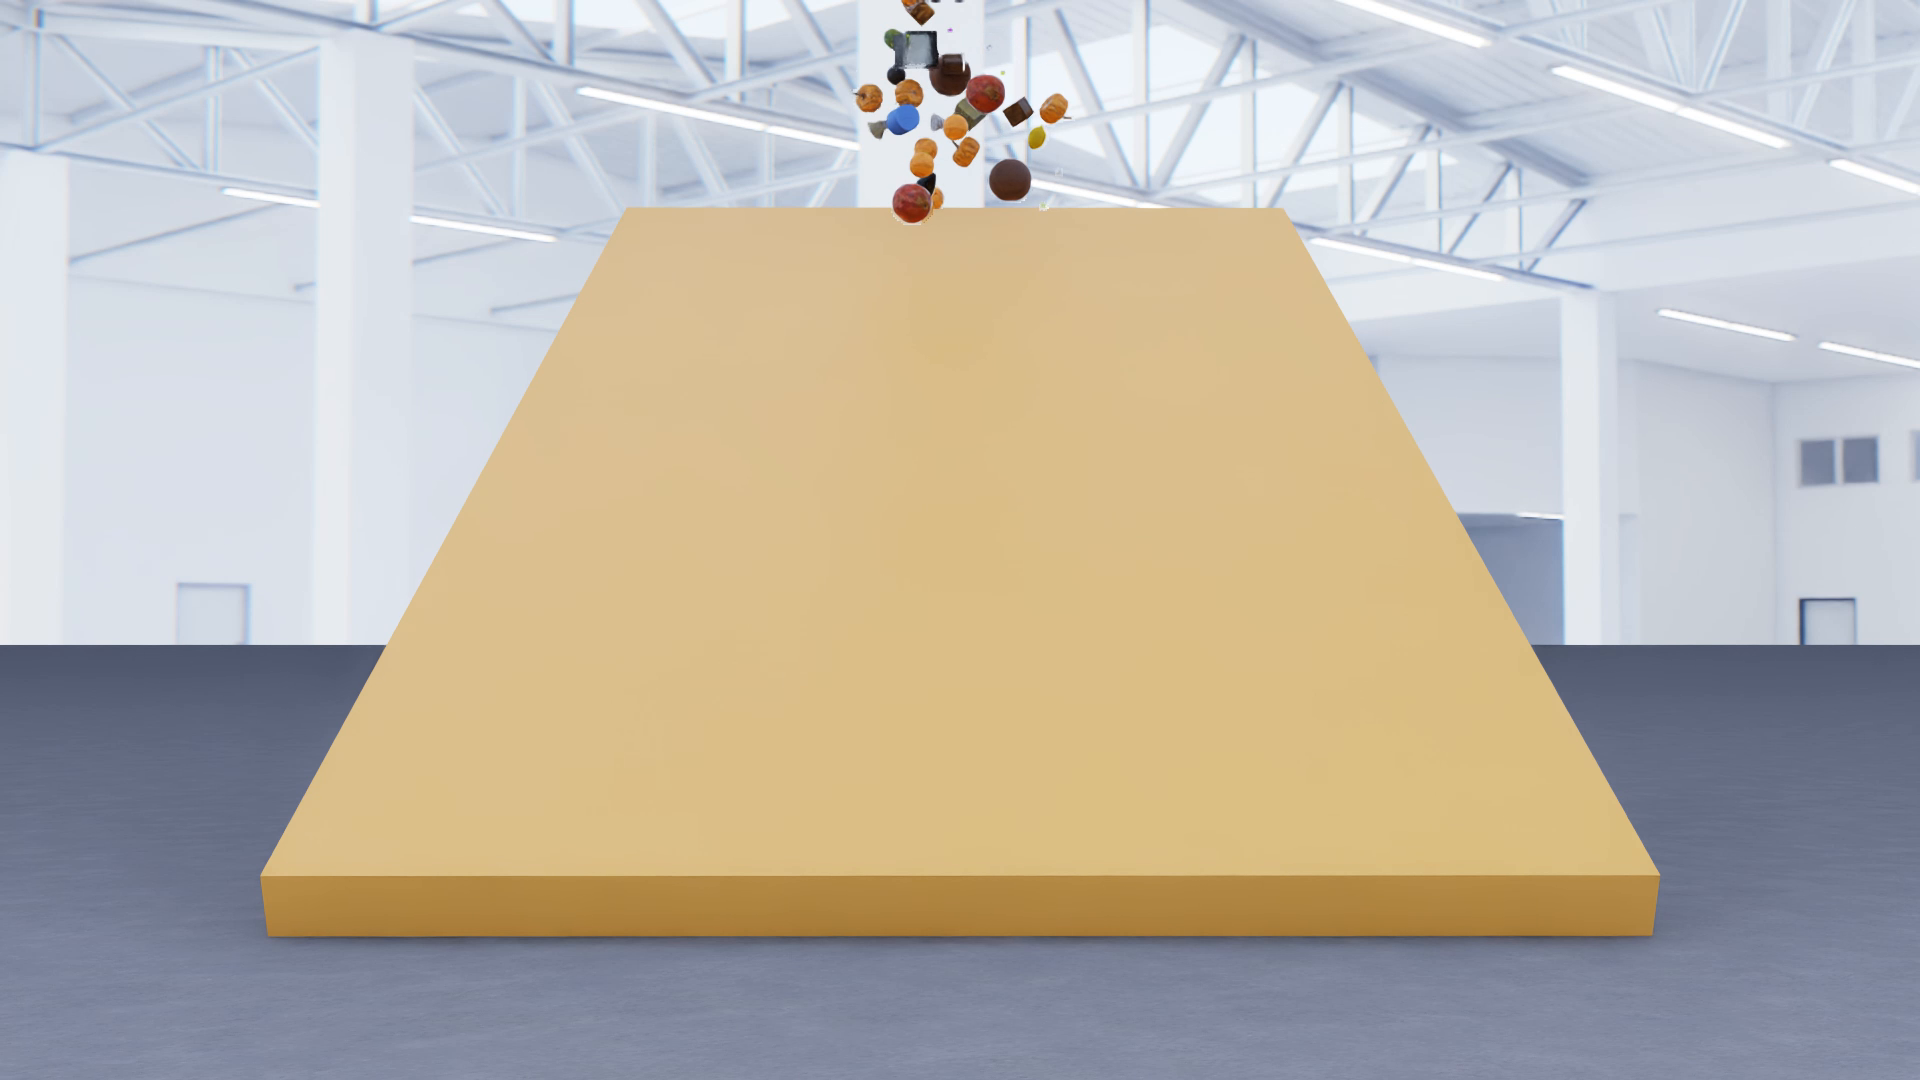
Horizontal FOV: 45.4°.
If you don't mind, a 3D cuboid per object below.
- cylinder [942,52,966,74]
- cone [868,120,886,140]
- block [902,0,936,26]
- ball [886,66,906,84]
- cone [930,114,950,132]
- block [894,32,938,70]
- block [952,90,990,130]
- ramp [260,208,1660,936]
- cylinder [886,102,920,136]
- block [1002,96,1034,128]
[{"bbox_3d":[-0.017,-1.420,6.841,0.060,0.060,0.060,-2,-3,6],"label":"cylinder"},{"bbox_3d":[-0.240,-1.277,7.069,0.064,0.064,0.064,-34,-17,23],"label":"cone"},{"bbox_3d":[-0.124,-1.609,6.948,0.062,0.062,0.062,-41,-46,12],"label":"block"},{"bbox_3d":[-0.192,-1.402,6.921,0.059,0.059,0.059,0,-2,0],"label":"ball"},{"bbox_3d":[-0.053,-1.236,6.801,0.056,0.056,0.056,-3,-1,-23],"label":"cone"},{"bbox_3d":[-0.131,-1.449,6.794,0.099,0.099,0.099,-5,6,-24],"label":"block"},{"bbox_3d":[0.035,-1.306,6.978,0.073,0.073,0.073,-45,-4,-18],"label":"block"},{"bbox_3d":[-0.006,-0.220,5.152,2.000,0.100,4.000,0,22,0],"label":"ramp"},{"bbox_3d":[-0.169,-1.245,6.798,0.077,0.077,0.077,1,-13,-30],"label":"cylinder"},{"bbox_3d":[0.168,-1.227,6.574,0.057,0.057,0.057,-26,14,32],"label":"block"}]
